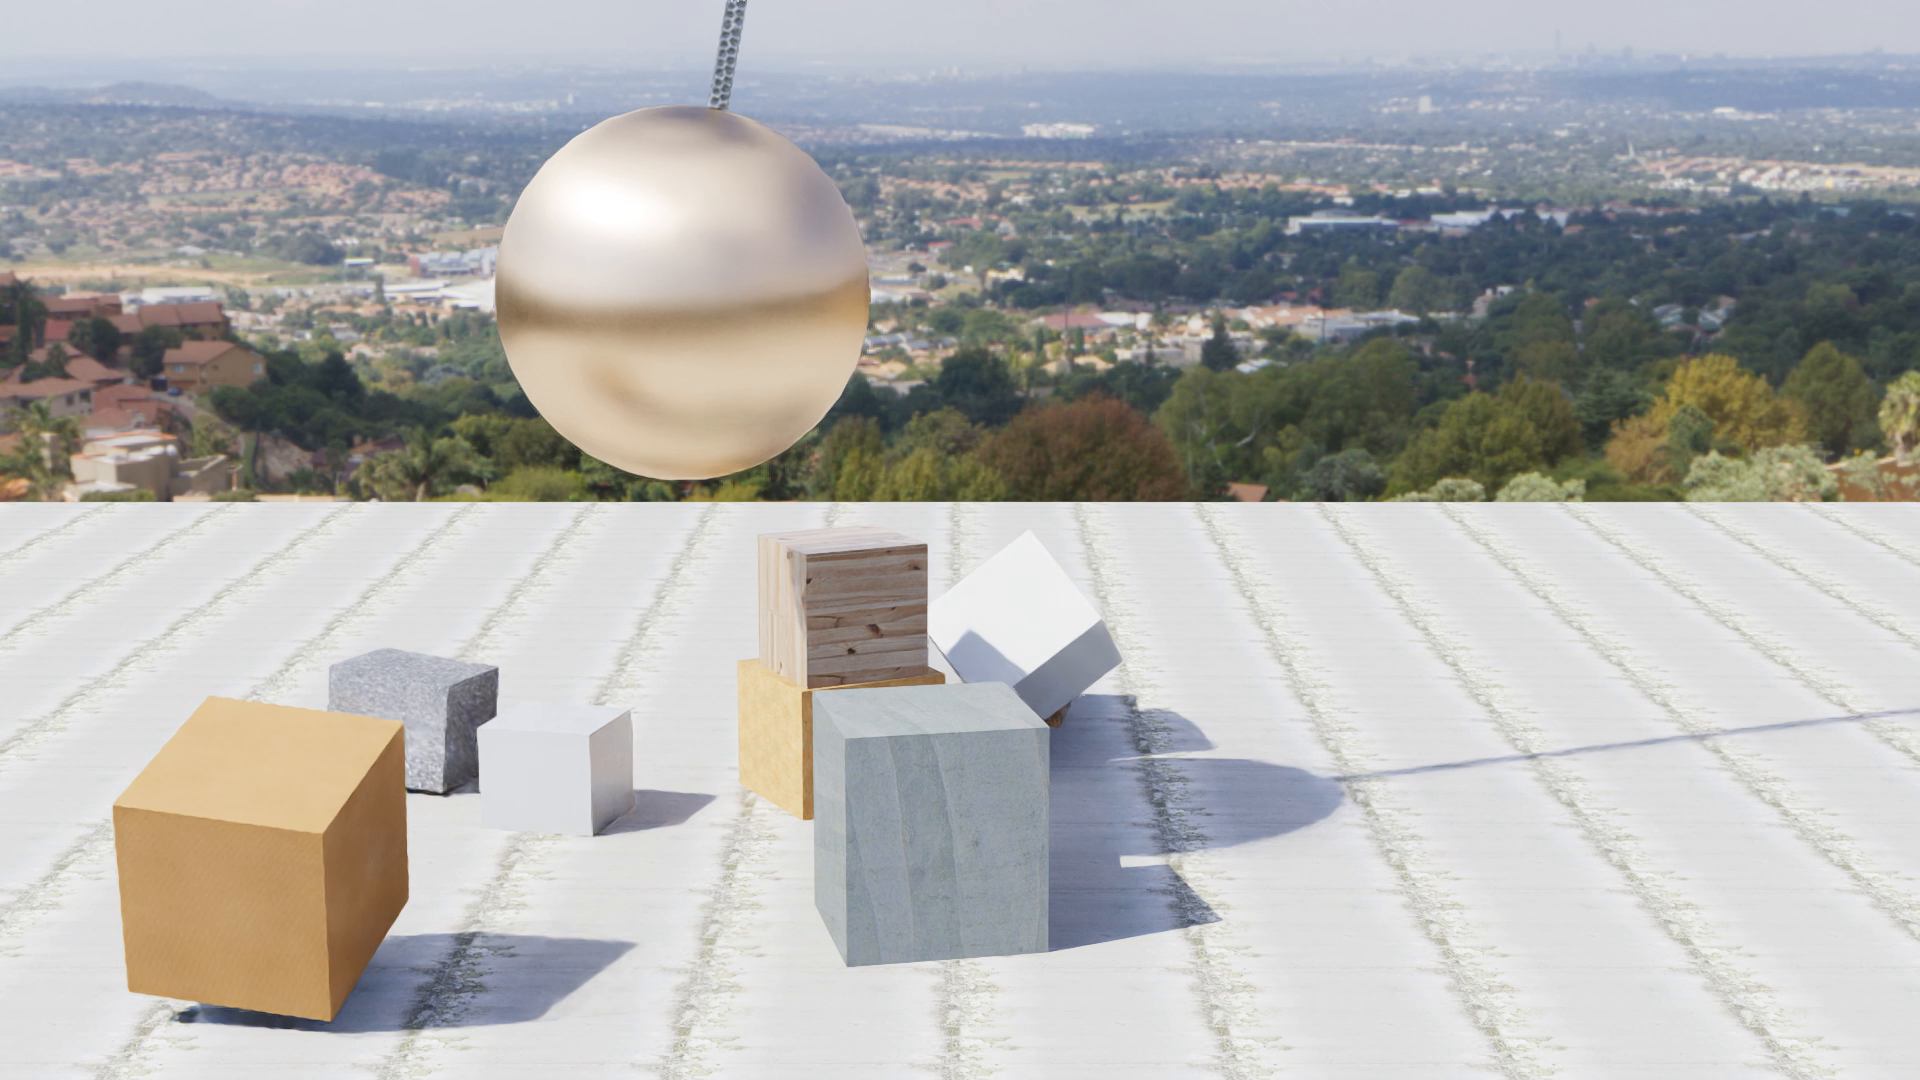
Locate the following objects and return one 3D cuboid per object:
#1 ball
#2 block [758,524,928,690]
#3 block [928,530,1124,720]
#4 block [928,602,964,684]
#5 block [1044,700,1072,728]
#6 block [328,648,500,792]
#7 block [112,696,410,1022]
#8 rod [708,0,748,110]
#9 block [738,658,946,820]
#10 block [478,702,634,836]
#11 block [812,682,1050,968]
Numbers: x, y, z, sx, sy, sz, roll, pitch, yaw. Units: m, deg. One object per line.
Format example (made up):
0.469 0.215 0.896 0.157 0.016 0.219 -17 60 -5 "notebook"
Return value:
-1.183 -1.055 10.989 1.600 1.600 1.600 0 10 0 "ball"
-0.573 0.314 12.495 0.635 0.650 0.597 -5 11 -26 "block"
0.318 0.517 13.440 0.746 0.645 0.646 -37 -26 -3 "block"
-0.001 0.635 14.763 0.504 0.469 0.541 -1 10 -4 "block"
0.350 0.727 14.211 0.482 0.485 0.528 2 10 9 "block"
-2.751 0.898 12.901 0.658 0.540 0.530 8 10 17 "block"
-2.620 1.191 9.721 0.786 0.810 0.846 7 25 6 "block"
-0.513 -4.334 10.392 0.080 5.200 0.080 11 10 -2 "rod"
-0.589 0.935 12.660 0.772 0.631 0.746 -6 12 -28 "block"
-1.919 1.085 12.223 0.561 0.490 0.525 2 11 14 "block"
-0.132 1.153 10.600 0.827 0.939 0.805 -2 11 -12 "block"
